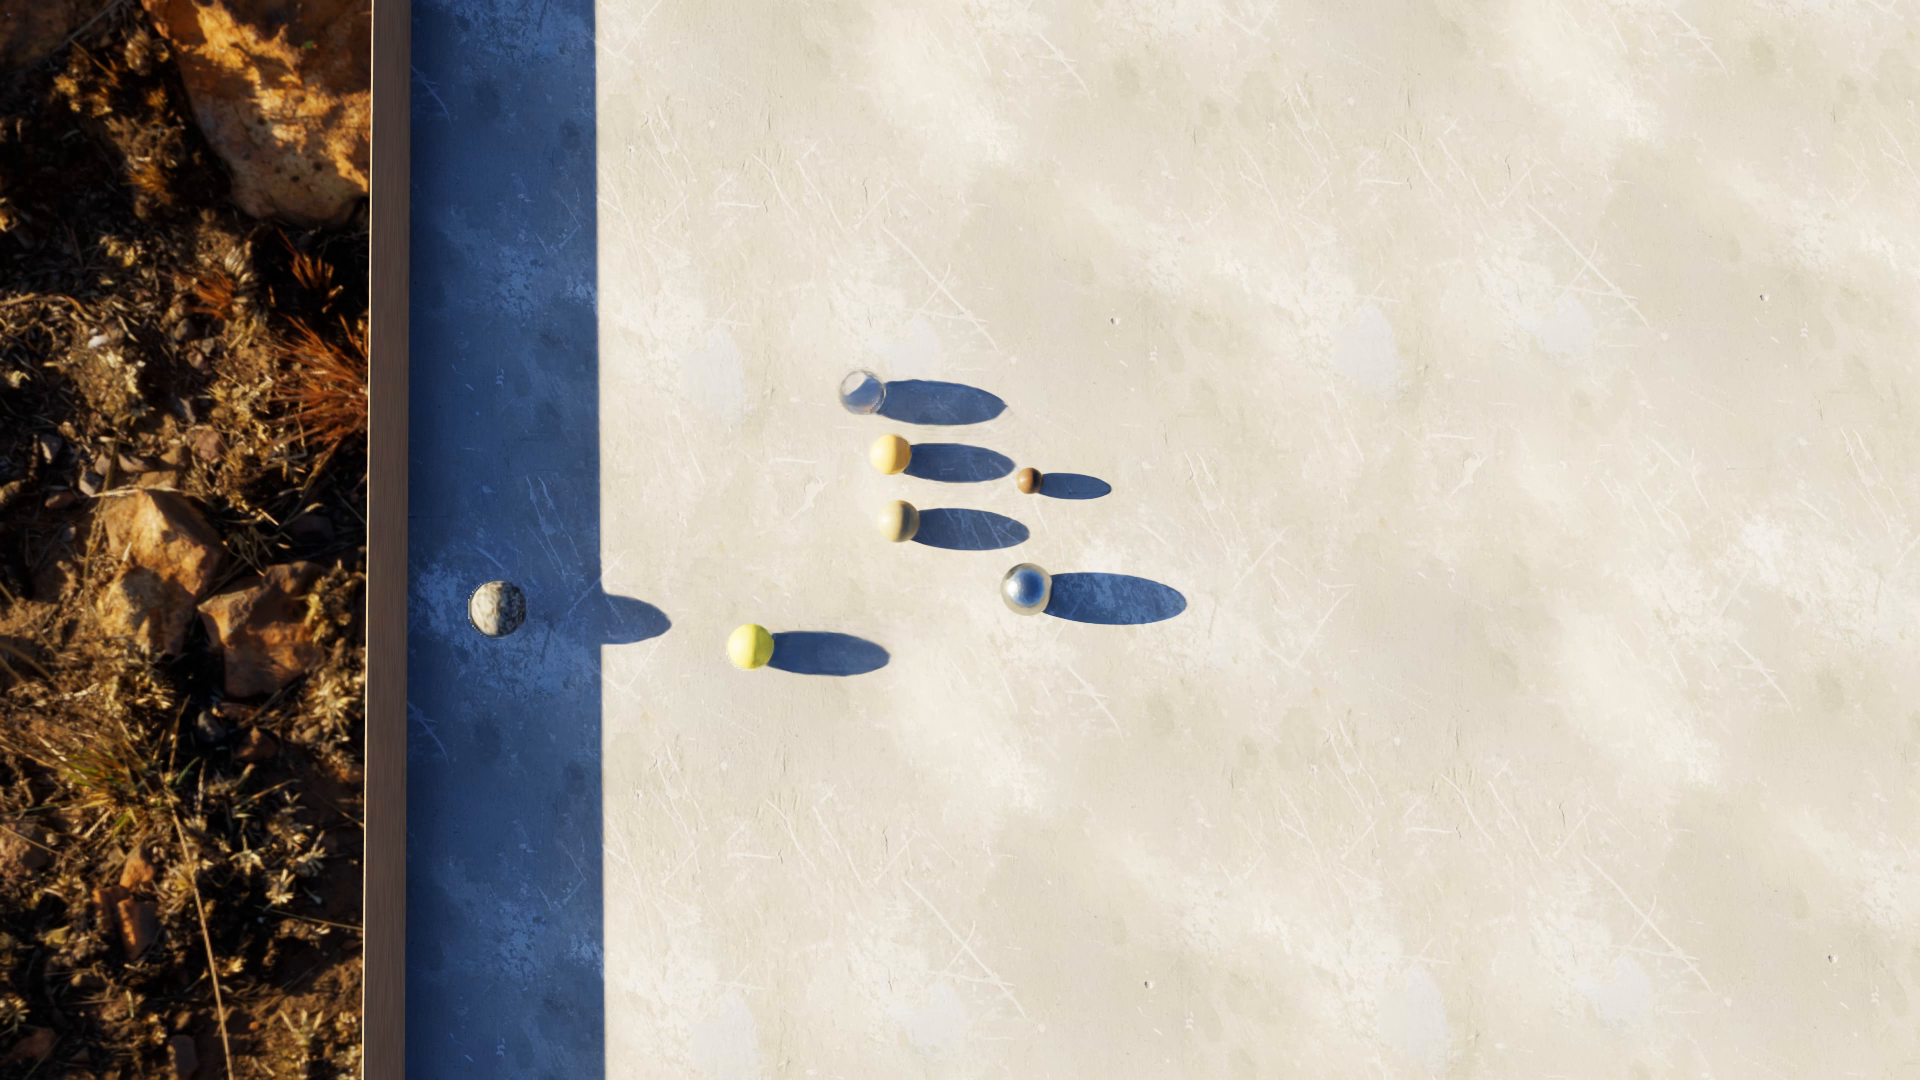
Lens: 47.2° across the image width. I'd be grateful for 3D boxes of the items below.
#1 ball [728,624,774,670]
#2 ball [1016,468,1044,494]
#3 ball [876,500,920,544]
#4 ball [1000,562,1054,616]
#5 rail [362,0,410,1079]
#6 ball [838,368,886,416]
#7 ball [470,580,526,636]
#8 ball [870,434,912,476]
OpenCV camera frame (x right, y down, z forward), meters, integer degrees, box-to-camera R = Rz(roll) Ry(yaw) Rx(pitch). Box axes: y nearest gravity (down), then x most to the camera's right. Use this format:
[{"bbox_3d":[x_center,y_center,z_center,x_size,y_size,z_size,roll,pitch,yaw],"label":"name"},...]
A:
[{"bbox_3d":[-0.309,0.158,3.256,0.068,0.068,0.068,0,80,0],"label":"ball"},{"bbox_3d":[0.105,-0.089,3.313,0.042,0.042,0.042,0,80,0],"label":"ball"},{"bbox_3d":[-0.092,-0.028,3.290,0.065,0.065,0.065,0,80,0],"label":"ball"},{"bbox_3d":[0.100,0.073,3.265,0.080,0.080,0.080,0,80,0],"label":"ball"},{"bbox_3d":[-0.841,0.027,3.258,0.045,0.107,1.962,-2,80,0],"label":"rail"},{"bbox_3d":[-0.148,-0.222,3.321,0.072,0.072,0.072,0,80,0],"label":"ball"},{"bbox_3d":[-0.684,0.102,3.259,0.083,0.083,0.083,0,80,0],"label":"ball"},{"bbox_3d":[-0.104,-0.129,3.309,0.062,0.062,0.062,0,80,0],"label":"ball"}]
